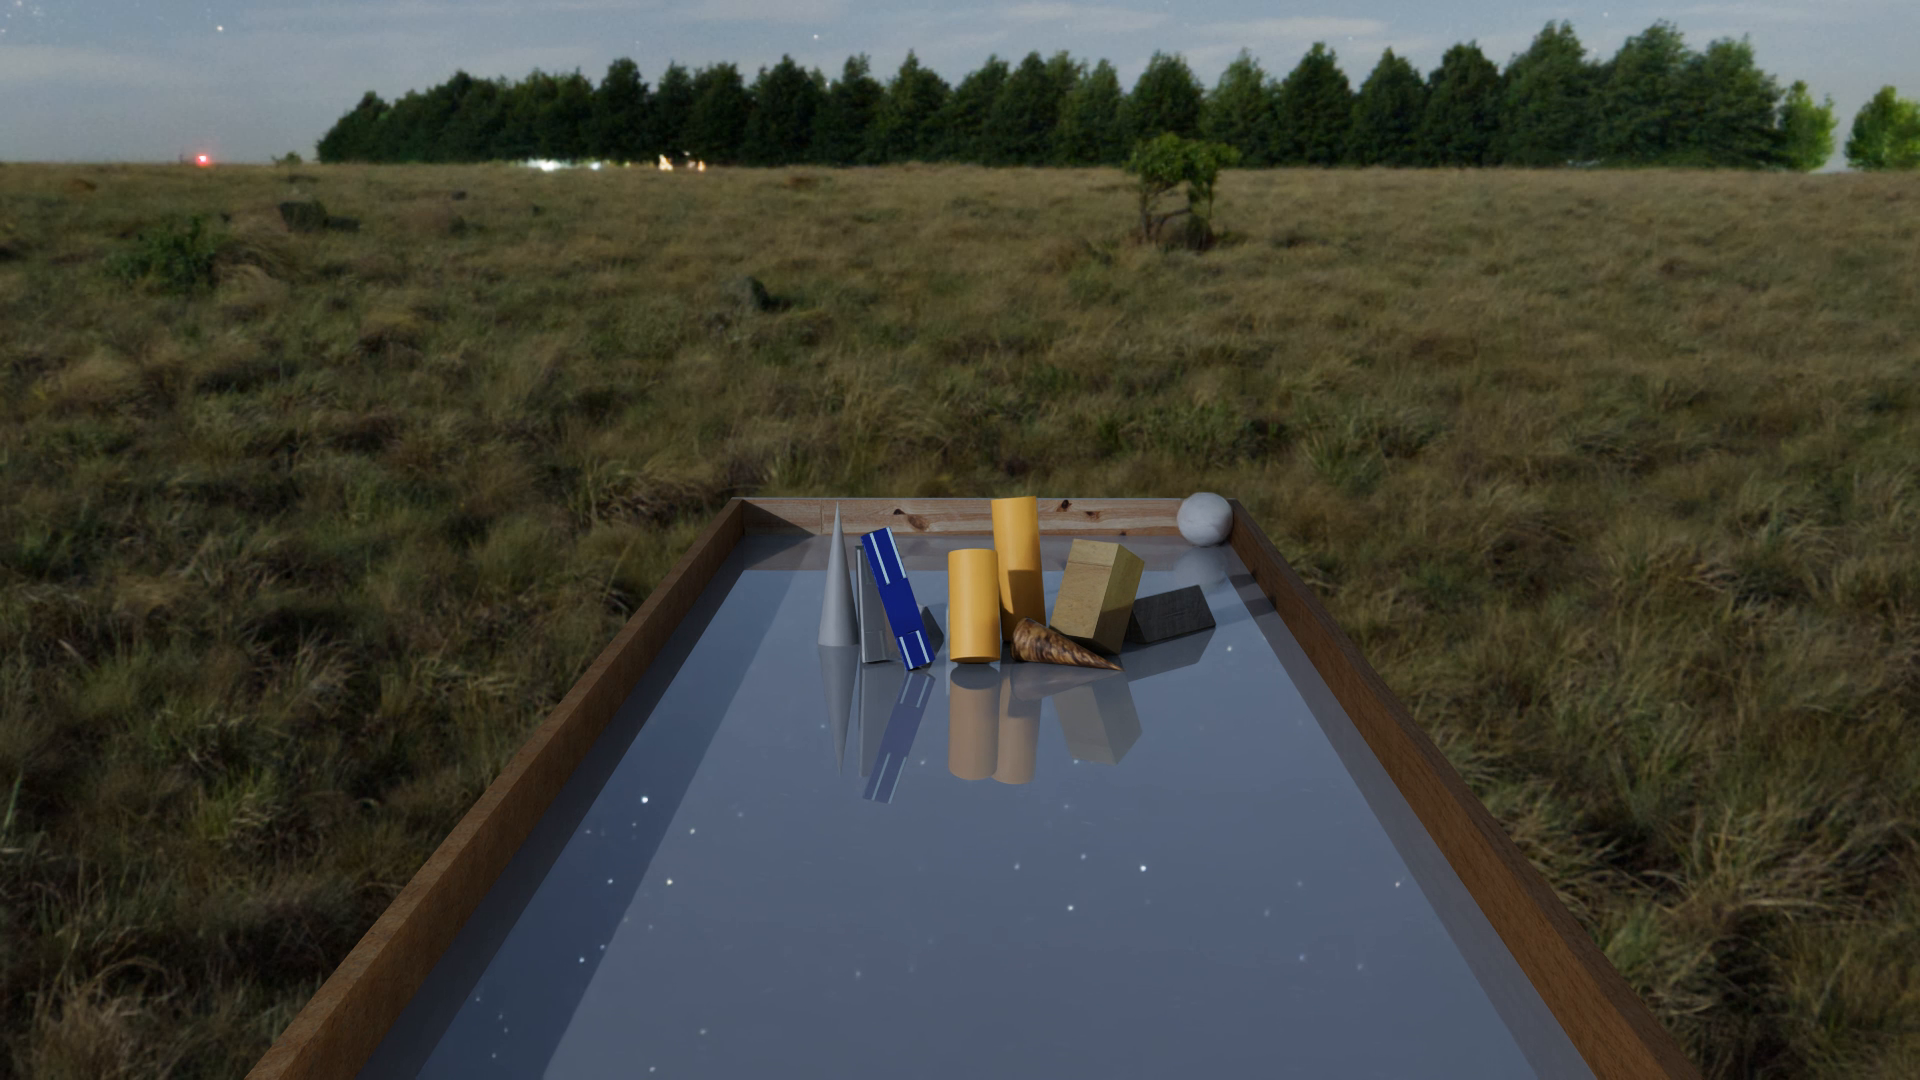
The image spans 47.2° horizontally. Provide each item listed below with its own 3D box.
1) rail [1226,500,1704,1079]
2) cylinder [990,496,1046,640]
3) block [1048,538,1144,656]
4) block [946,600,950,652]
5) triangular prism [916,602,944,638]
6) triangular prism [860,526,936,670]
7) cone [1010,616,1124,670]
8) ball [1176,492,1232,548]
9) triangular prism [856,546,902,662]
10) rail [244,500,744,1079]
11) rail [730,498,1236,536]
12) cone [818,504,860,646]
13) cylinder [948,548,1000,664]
[{"bbox_3d":[1.046,0.843,3.208,0.050,0.150,12.000,0,9,1],"label":"rail"},{"bbox_3d":[0.187,0.089,6.966,0.144,0.447,0.144,-5,1,0],"label":"cylinder"},{"bbox_3d":[0.422,0.175,6.791,0.167,0.306,0.167,7,-16,37],"label":"block"},{"bbox_3d":[0.035,0.253,6.981,0.136,0.136,0.374,1,9,3],"label":"block"},{"bbox_3d":[-0.191,0.234,7.180,0.121,0.105,0.408,-4,10,-24],"label":"triangular prism"},{"bbox_3d":[-0.195,0.175,6.584,0.095,0.422,0.082,-20,4,-15],"label":"triangular prism"},{"bbox_3d":[0.341,0.344,6.620,0.357,0.138,0.138,16,15,24],"label":"cone"},{"bbox_3d":[0.982,-0.083,8.821,0.224,0.224,0.224,0,9,0],"label":"ball"},{"bbox_3d":[-0.274,0.189,6.696,0.150,0.341,0.130,-6,6,-35],"label":"triangular prism"},{"bbox_3d":[-1.004,0.839,3.234,0.050,0.150,12.000,0,9,1],"label":"rail"},{"bbox_3d":[0.099,-0.098,9.147,2.100,0.150,0.050,0,9,1],"label":"rail"},{"bbox_3d":[-0.384,0.098,6.938,0.139,0.455,0.139,0,9,0],"label":"cone"},{"bbox_3d":[0.043,0.199,6.614,0.151,0.325,0.151,-1,-10,0],"label":"cylinder"}]
